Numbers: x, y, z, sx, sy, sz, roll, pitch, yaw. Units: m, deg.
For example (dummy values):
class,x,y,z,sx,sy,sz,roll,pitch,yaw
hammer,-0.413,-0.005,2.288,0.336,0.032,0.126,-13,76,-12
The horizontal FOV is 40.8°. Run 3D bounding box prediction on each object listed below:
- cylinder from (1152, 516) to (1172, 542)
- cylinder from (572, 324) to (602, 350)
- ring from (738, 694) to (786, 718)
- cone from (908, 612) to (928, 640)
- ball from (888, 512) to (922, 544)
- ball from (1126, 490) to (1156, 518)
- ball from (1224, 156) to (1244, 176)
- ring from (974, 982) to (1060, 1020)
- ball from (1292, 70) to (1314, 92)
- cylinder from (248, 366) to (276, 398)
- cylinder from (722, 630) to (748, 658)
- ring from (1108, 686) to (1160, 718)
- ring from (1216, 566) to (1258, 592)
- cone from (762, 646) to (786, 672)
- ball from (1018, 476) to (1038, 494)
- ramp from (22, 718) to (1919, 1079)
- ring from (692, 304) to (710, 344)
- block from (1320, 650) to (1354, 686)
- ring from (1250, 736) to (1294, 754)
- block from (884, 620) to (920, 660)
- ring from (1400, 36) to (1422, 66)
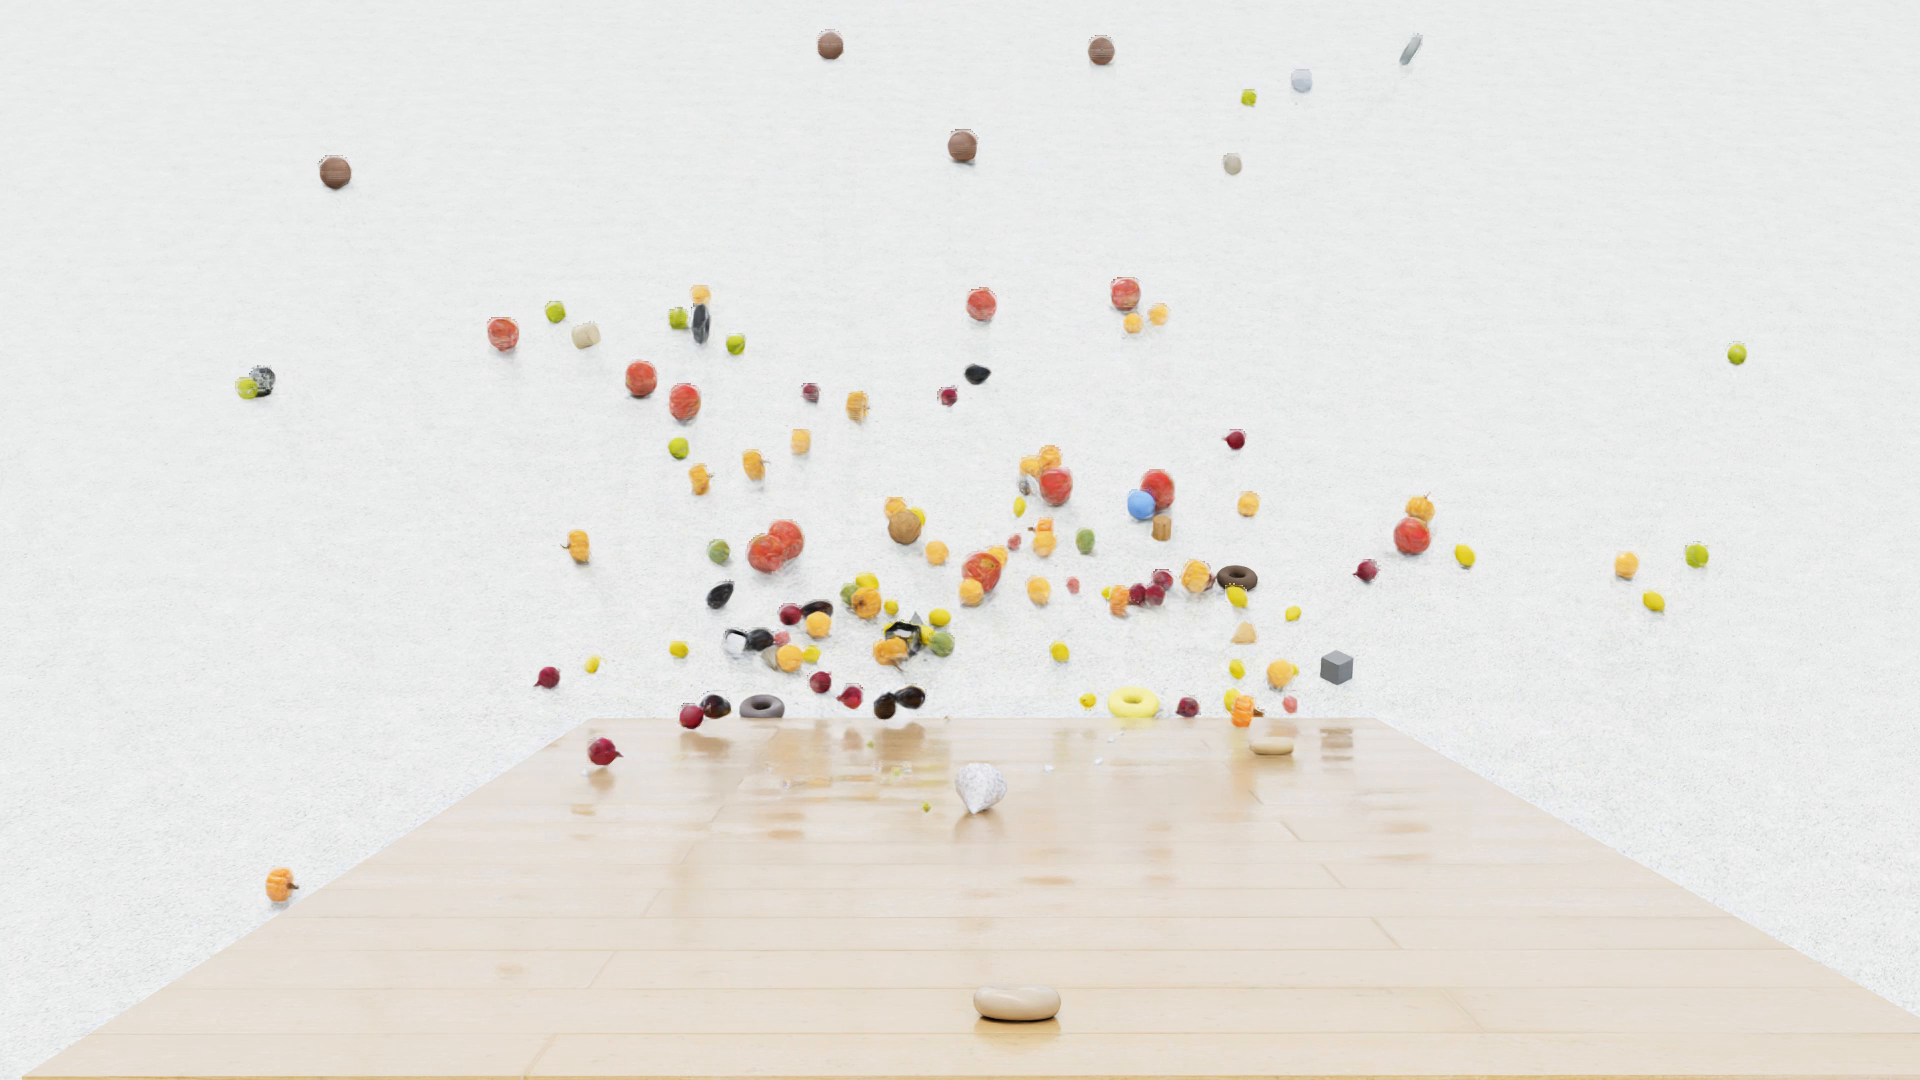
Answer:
class,x,y,z,sx,sy,sz,roll,pitch,yaw
cylinder,0.603,-0.035,7.691,0.058,0.058,0.058,0,27,0
cylinder,-1.301,-0.708,8.991,0.072,0.072,0.072,-15,18,28
ring,-0.518,0.444,6.755,0.122,0.041,0.122,-1,27,1
cone,-0.123,0.227,7.150,0.074,0.074,0.074,0,27,0
ball,-0.163,-0.035,7.645,0.100,0.100,0.100,0,27,0
ball,0.546,-0.106,7.797,0.085,0.085,0.085,0,27,0
ball,1.131,-1.552,10.693,0.082,0.082,0.082,0,27,0
ring,0.063,0.513,2.868,0.098,0.033,0.098,2,-2,0
ball,1.558,-2.084,11.740,0.096,0.096,0.096,0,27,0
cylinder,-2.340,-0.530,8.654,0.078,0.078,0.078,-3,28,-5
cylinder,-0.615,0.282,7.034,0.057,0.057,0.057,9,66,17
ring,0.455,0.430,6.778,0.137,0.046,0.137,0,28,0
ring,0.796,0.111,7.421,0.120,0.040,0.120,1,27,-1
cone,-0.502,0.332,6.989,0.065,0.065,0.065,-4,54,-9
ball,0.209,-0.170,7.957,0.060,0.060,0.060,0,27,0
ramp,0.060,0.544,4.580,2.000,0.100,4.000,0,1,0
ring,-0.905,-0.756,9.027,0.048,0.143,0.143,4,27,4
block,1.012,0.343,6.933,0.062,0.062,0.062,-22,34,-37
ring,0.689,0.455,5.703,0.099,0.033,0.099,-1,2,0
block,-0.156,0.275,7.055,0.072,0.072,0.072,14,30,26
ring,2.105,-2.286,12.060,0.050,0.149,0.149,31,31,1
